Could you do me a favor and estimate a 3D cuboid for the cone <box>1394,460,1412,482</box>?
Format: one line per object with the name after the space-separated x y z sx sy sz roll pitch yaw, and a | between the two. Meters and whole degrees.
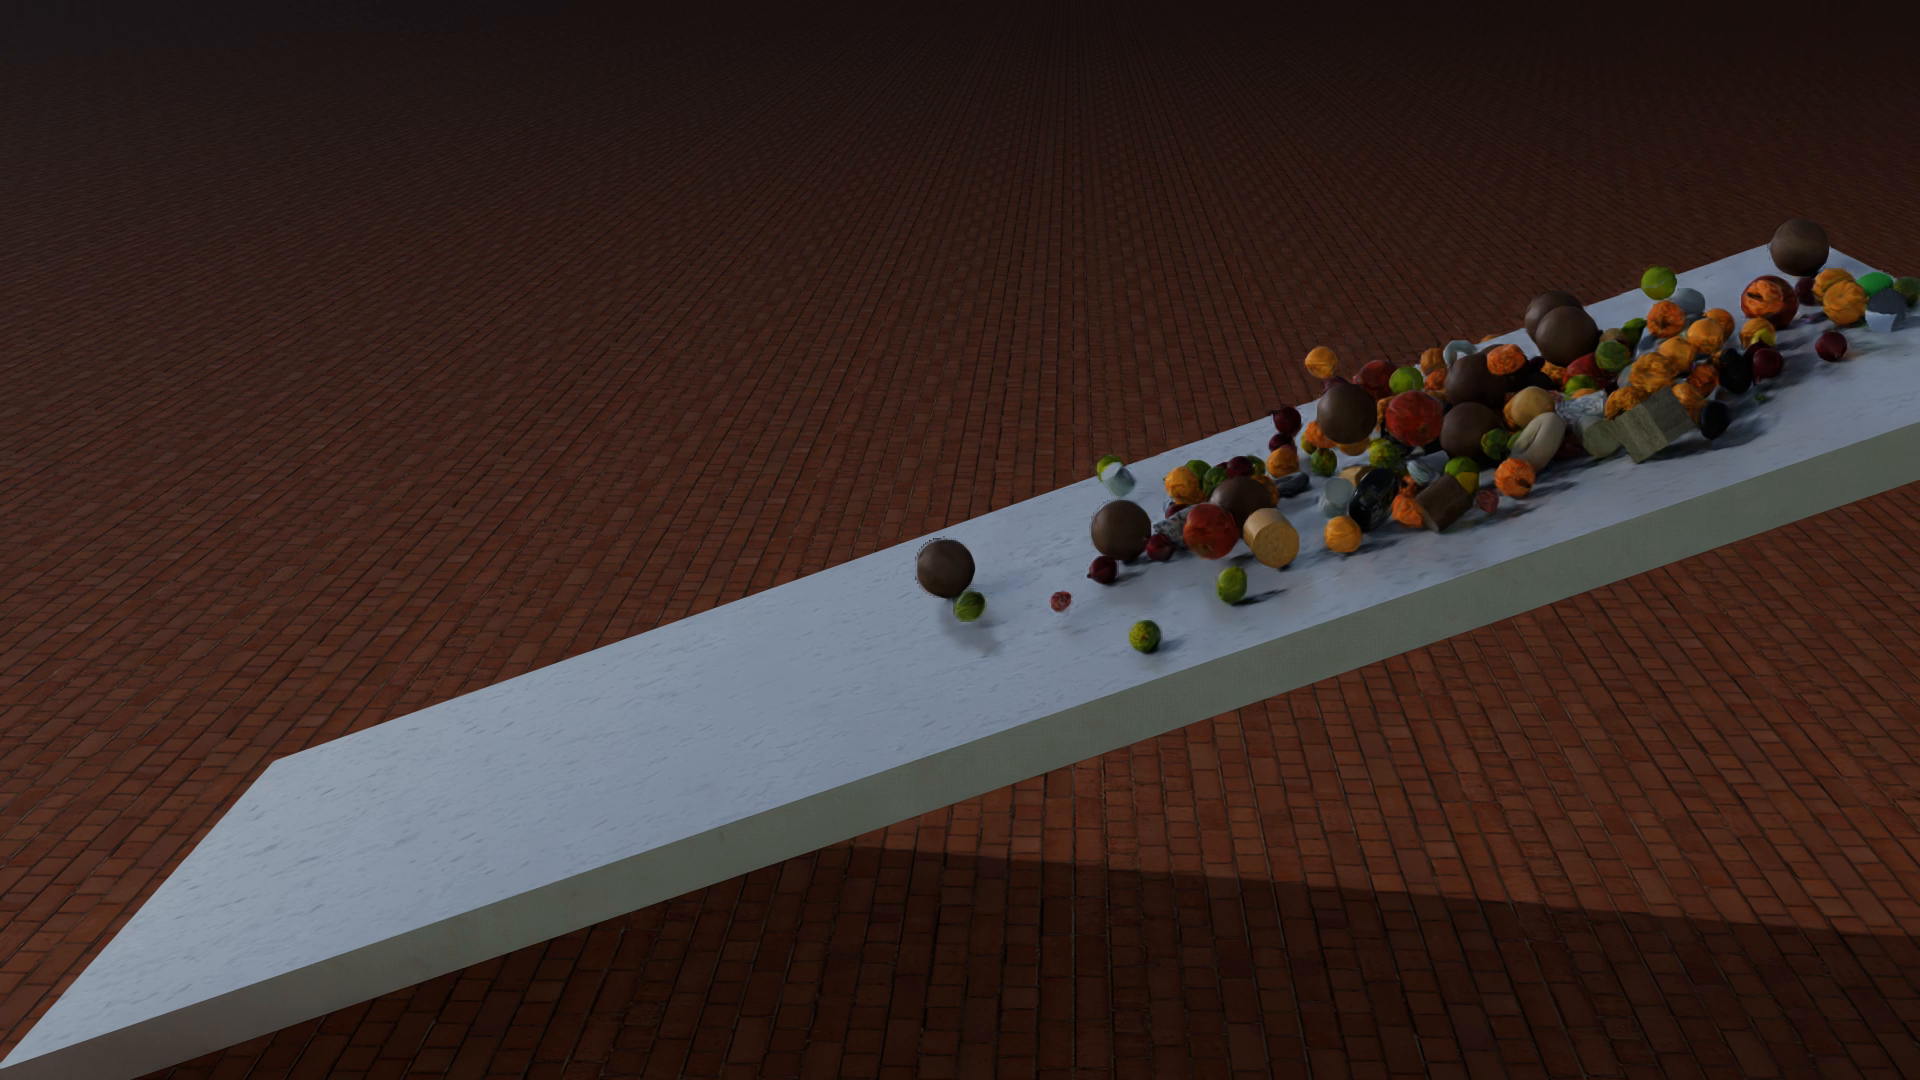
0.922 -0.137 6.053 0.054 0.054 0.054 11 15 13 | cone

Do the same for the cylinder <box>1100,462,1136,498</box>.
0.367 -0.141 6.821 0.060 0.060 0.060 -34 28 21 | cylinder

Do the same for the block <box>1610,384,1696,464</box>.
1.299 -0.217 5.521 0.093 0.093 0.093 -29 -6 -38 | block

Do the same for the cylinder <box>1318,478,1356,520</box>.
0.738 -0.080 5.767 0.063 0.063 0.063 -2 -28 -7 | cylinder

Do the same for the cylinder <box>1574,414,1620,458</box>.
1.231 -0.201 5.681 0.074 0.074 0.074 0 12 -1 | cylinder

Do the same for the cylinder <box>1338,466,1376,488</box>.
0.818 -0.116 5.997 0.071 0.071 0.071 -5 3 -20 | cylinder

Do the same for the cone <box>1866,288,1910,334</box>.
1.861 -0.448 5.839 0.090 0.090 0.090 6 6 -42 | cone

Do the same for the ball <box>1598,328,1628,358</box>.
1.357 -0.409 6.107 0.061 0.061 0.061 0 13 0 | ball

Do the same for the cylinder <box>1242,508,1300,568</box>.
0.607 -0.005 5.741 0.092 0.092 0.092 -2 18 -7 | cylinder

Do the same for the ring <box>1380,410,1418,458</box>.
0.930 -0.224 6.226 0.105 0.105 0.035 -12 6 -43 | ring

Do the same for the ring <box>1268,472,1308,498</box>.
0.707 -0.119 6.326 0.092 0.031 0.092 -21 10 4 | ring

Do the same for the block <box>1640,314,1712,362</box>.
1.480 -0.409 6.079 0.092 0.092 0.092 -18 6 -23 | block

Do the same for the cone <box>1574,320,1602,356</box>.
1.361 -0.454 6.415 0.075 0.075 0.075 -37 -9 -7 | cone

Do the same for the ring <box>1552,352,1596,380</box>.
1.345 -0.381 6.443 0.103 0.034 0.103 -20 10 4 | ring

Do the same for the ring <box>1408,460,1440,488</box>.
0.918 -0.126 5.789 0.085 0.028 0.085 31 23 -15 | ring

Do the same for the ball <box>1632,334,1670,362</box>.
1.414 -0.374 5.983 0.091 0.091 0.091 0 13 0 | ball

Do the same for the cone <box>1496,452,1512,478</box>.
1.098 -0.152 5.805 0.061 0.061 0.061 -15 4 28 | cone

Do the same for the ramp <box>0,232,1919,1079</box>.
0.113 0.178 6.299 4.000 0.100 2.000 -19 11 6 | ramp

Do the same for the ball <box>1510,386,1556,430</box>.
1.135 -0.260 5.822 0.089 0.089 0.089 0 13 0 | ball

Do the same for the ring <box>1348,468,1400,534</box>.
0.805 -0.077 5.722 0.046 0.139 0.139 29 27 31 | ring

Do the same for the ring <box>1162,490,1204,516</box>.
0.495 -0.082 6.522 0.097 0.032 0.097 -19 13 4 | ring

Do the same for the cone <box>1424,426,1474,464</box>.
1.009 -0.181 6.029 0.098 0.098 0.098 7 14 16 | cone

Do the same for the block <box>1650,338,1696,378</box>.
1.427 -0.364 5.900 0.067 0.067 0.067 11 1 -1 | block

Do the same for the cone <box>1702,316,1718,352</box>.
1.549 -0.421 6.203 0.098 0.098 0.098 3 -3 13 | cone

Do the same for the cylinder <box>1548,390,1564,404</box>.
1.191 -0.253 5.936 0.071 0.071 0.071 -17 45 17 | cylinder

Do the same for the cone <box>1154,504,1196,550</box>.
0.466 -0.041 6.134 0.091 0.091 0.091 32 -17 11 | cone

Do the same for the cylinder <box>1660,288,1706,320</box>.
1.567 -0.495 6.373 0.076 0.076 0.076 8 44 31 | cylinder

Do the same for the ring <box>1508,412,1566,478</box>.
1.122 -0.185 5.722 0.049 0.146 0.146 33 10 -9 | ring

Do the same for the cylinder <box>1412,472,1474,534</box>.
0.911 -0.070 5.552 0.083 0.083 0.083 -37 18 -4 | cylinder

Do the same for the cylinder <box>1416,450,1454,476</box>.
0.960 -0.147 5.943 0.057 0.057 0.057 -20 12 3 | cylinder

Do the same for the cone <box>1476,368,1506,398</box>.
1.130 -0.335 6.257 0.065 0.065 0.065 -2 2 0 | cone
